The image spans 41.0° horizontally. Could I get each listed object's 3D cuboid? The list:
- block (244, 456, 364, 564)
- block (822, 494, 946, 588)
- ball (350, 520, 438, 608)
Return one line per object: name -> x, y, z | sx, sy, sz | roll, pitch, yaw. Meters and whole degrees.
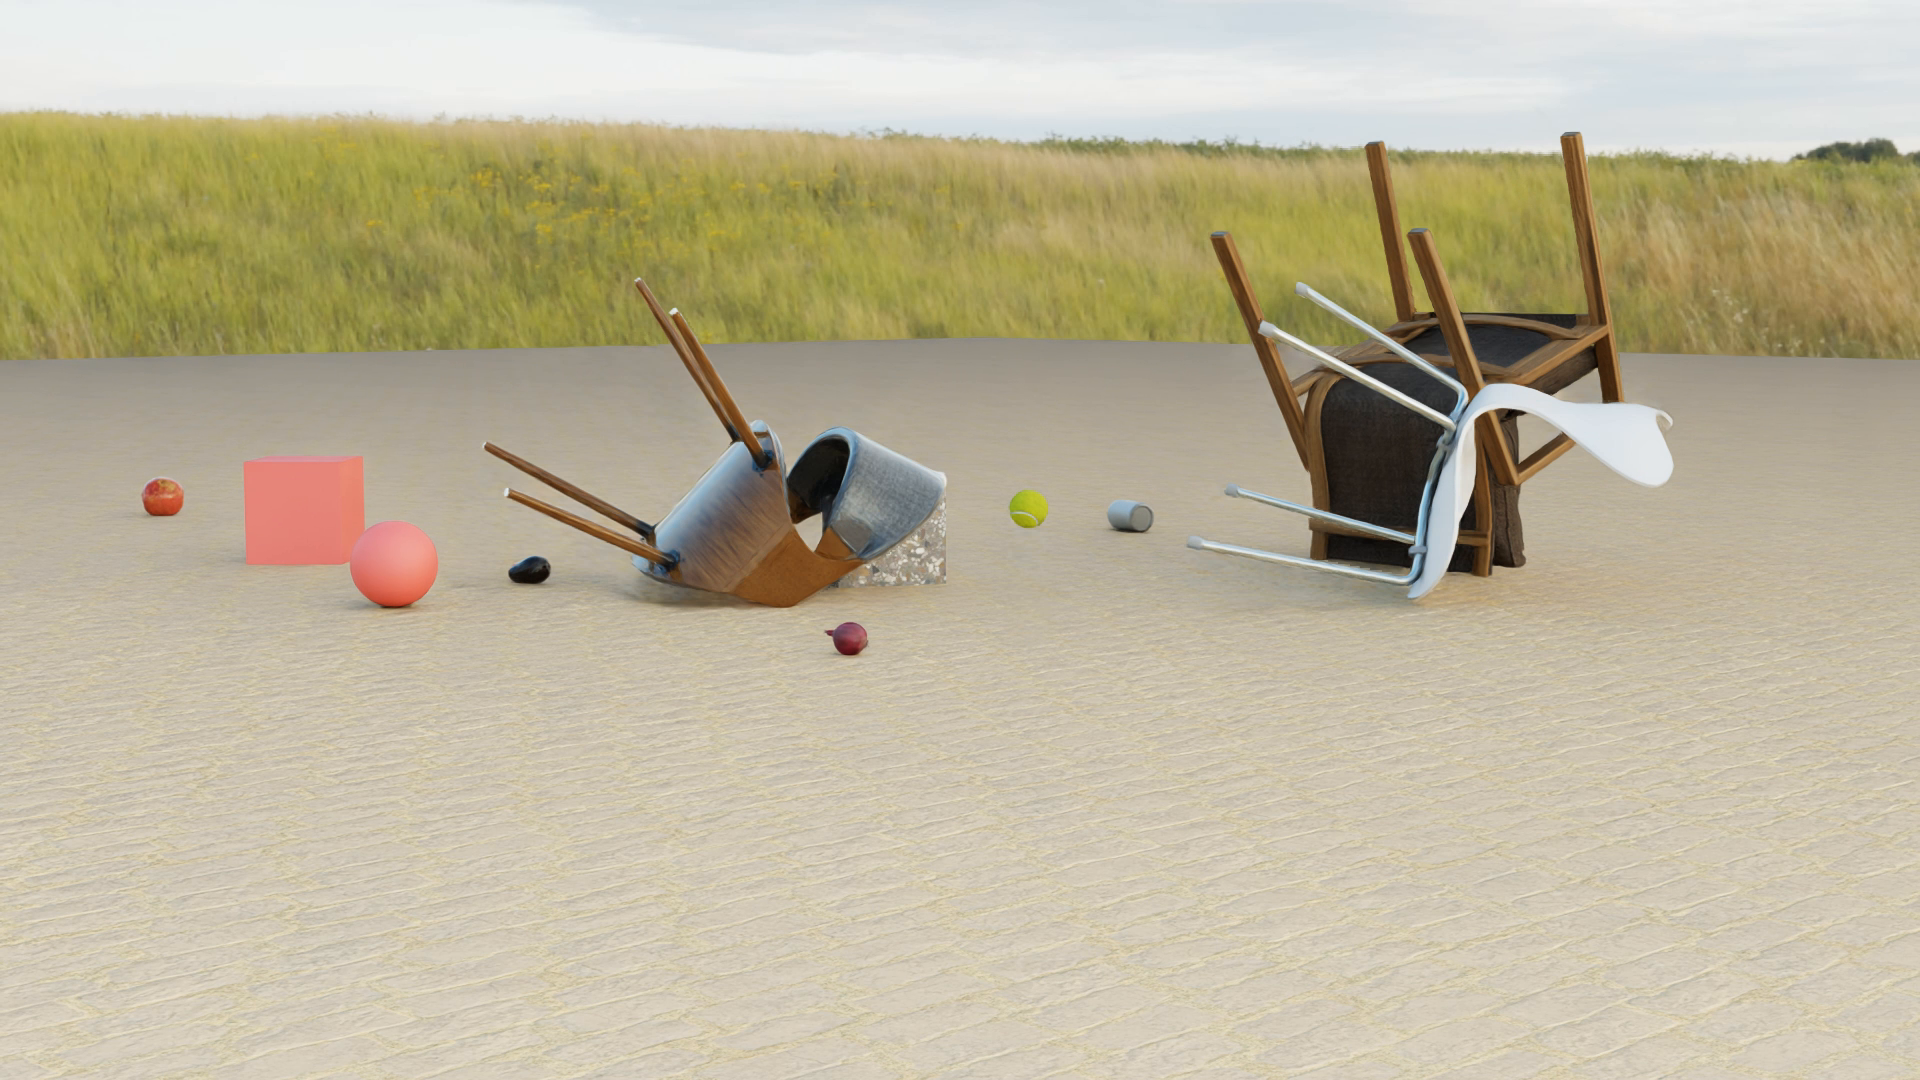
block -> -1.520, -0.072, 5.961 | 0.220, 0.235, 0.212 | 0, 6, 1
block -> -0.163, 0.000, 5.515 | 0.238, 0.183, 0.133 | -2, 6, -17
ball -> -1.127, 0.047, 5.109 | 0.173, 0.173, 0.173 | 0, 6, 0
